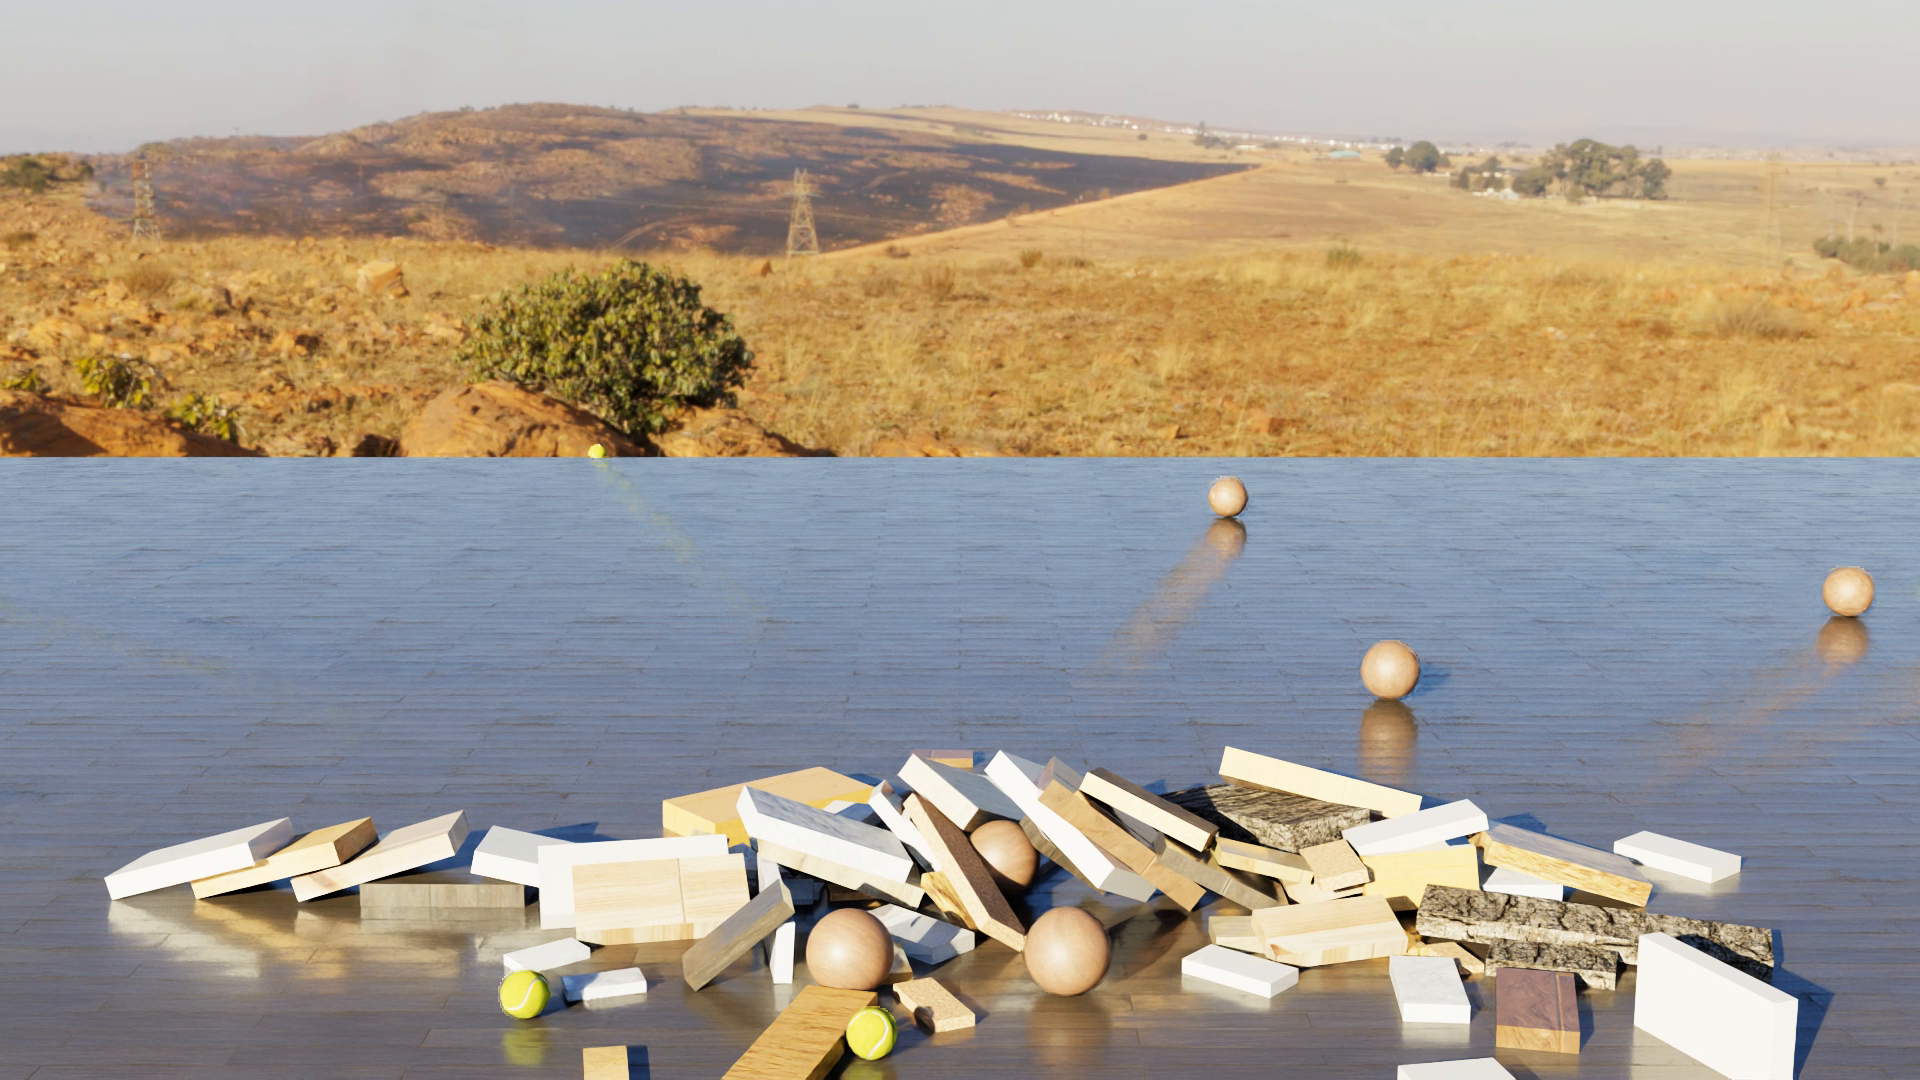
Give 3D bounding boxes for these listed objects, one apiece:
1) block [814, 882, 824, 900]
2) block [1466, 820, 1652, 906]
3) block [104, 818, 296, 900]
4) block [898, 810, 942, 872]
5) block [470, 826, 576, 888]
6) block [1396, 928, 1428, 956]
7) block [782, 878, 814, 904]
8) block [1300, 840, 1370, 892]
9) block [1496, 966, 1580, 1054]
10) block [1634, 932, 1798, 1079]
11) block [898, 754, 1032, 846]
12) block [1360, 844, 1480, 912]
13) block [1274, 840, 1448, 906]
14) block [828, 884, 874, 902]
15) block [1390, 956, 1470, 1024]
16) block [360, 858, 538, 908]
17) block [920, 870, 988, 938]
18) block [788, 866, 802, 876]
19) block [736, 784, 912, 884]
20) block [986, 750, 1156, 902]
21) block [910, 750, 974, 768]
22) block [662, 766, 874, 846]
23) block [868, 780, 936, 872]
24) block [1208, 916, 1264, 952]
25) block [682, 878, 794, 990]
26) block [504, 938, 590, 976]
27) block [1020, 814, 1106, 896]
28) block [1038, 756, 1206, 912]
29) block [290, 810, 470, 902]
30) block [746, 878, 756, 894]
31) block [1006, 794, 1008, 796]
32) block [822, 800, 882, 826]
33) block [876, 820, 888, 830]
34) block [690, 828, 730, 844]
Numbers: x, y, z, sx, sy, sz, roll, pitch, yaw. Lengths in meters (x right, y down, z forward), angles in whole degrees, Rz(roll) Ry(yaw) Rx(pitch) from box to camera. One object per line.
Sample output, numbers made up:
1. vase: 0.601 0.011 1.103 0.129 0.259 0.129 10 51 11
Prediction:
1. block: -0.276 0.584 3.667 0.093 0.013 0.046 2 11 9
2. block: 0.995 0.534 3.662 0.276 0.039 0.138 16 10 -3
3. block: -1.266 0.531 3.669 0.274 0.039 0.137 -15 7 14
4. block: -0.036 0.518 3.659 0.023 0.164 0.082 -39 8 12
5. block: -0.664 0.543 3.665 0.270 0.038 0.135 12 10 -1
6. block: 0.686 0.627 3.431 0.048 0.014 0.095 -3 11 -17
7. block: -0.289 0.581 3.628 0.093 0.013 0.046 -1 35 -1
8. block: 0.612 0.533 3.601 0.078 0.022 0.156 -13 10 -1
9. block: 0.824 0.671 3.147 0.111 0.031 0.222 2 11 13
10. block: 1.028 0.646 3.004 0.038 0.134 0.267 -4 11 -22
11. block: 0.025 0.453 3.798 0.154 0.044 0.309 37 4 27
12. block: 0.748 0.551 3.576 0.185 0.092 0.026 -5 2 -1
13. block: 0.667 0.541 3.659 0.276 0.039 0.138 -13 10 -1
14. block: -0.172 0.585 3.662 0.094 0.013 0.047 -2 11 -9
15. block: 0.688 0.658 3.229 0.094 0.027 0.187 1 11 5
16. block: -0.847 0.570 3.670 0.270 0.038 0.135 0 11 1
17. block: 0.011 0.583 3.538 0.082 0.023 0.164 -6 26 -28
18. block: -0.314 0.531 3.783 0.016 0.057 0.113 -24 31 -31
19. block: -0.222 0.480 3.587 0.274 0.039 0.137 20 7 -18
20. block: 0.187 0.475 3.658 0.309 0.044 0.154 43 11 37
21. block: -0.037 0.440 4.429 0.126 0.018 0.063 0 11 2
22. block: -0.351 0.492 4.059 0.350 0.050 0.175 -8 13 -38
23. block: -0.080 0.496 3.711 0.027 0.191 0.095 -39 3 6
24. block: 0.487 0.618 3.447 0.184 0.026 0.092 0 11 -1
25. block: -0.333 0.590 3.293 0.187 0.027 0.094 -38 15 0
26. block: -0.632 0.638 3.368 0.116 0.016 0.058 -8 13 -38
27. block: 0.175 0.520 3.641 0.164 0.023 0.082 38 7 -27
28. block: 0.265 0.483 3.635 0.309 0.044 0.154 36 9 -3
29. block: -0.963 0.525 3.667 0.270 0.038 0.135 -17 10 2
30. block: -0.368 0.566 3.675 0.093 0.013 0.046 20 10 6
31. block: 0.177 0.490 4.050 0.213 0.030 0.107 -4 8 15
32. block: -0.222 0.506 3.851 0.095 0.027 0.191 3 16 26
33. block: -0.201 0.532 3.856 0.095 0.027 0.191 1 15 17
34. block: -0.430 0.541 3.641 0.064 0.018 0.129 16 44 -1
